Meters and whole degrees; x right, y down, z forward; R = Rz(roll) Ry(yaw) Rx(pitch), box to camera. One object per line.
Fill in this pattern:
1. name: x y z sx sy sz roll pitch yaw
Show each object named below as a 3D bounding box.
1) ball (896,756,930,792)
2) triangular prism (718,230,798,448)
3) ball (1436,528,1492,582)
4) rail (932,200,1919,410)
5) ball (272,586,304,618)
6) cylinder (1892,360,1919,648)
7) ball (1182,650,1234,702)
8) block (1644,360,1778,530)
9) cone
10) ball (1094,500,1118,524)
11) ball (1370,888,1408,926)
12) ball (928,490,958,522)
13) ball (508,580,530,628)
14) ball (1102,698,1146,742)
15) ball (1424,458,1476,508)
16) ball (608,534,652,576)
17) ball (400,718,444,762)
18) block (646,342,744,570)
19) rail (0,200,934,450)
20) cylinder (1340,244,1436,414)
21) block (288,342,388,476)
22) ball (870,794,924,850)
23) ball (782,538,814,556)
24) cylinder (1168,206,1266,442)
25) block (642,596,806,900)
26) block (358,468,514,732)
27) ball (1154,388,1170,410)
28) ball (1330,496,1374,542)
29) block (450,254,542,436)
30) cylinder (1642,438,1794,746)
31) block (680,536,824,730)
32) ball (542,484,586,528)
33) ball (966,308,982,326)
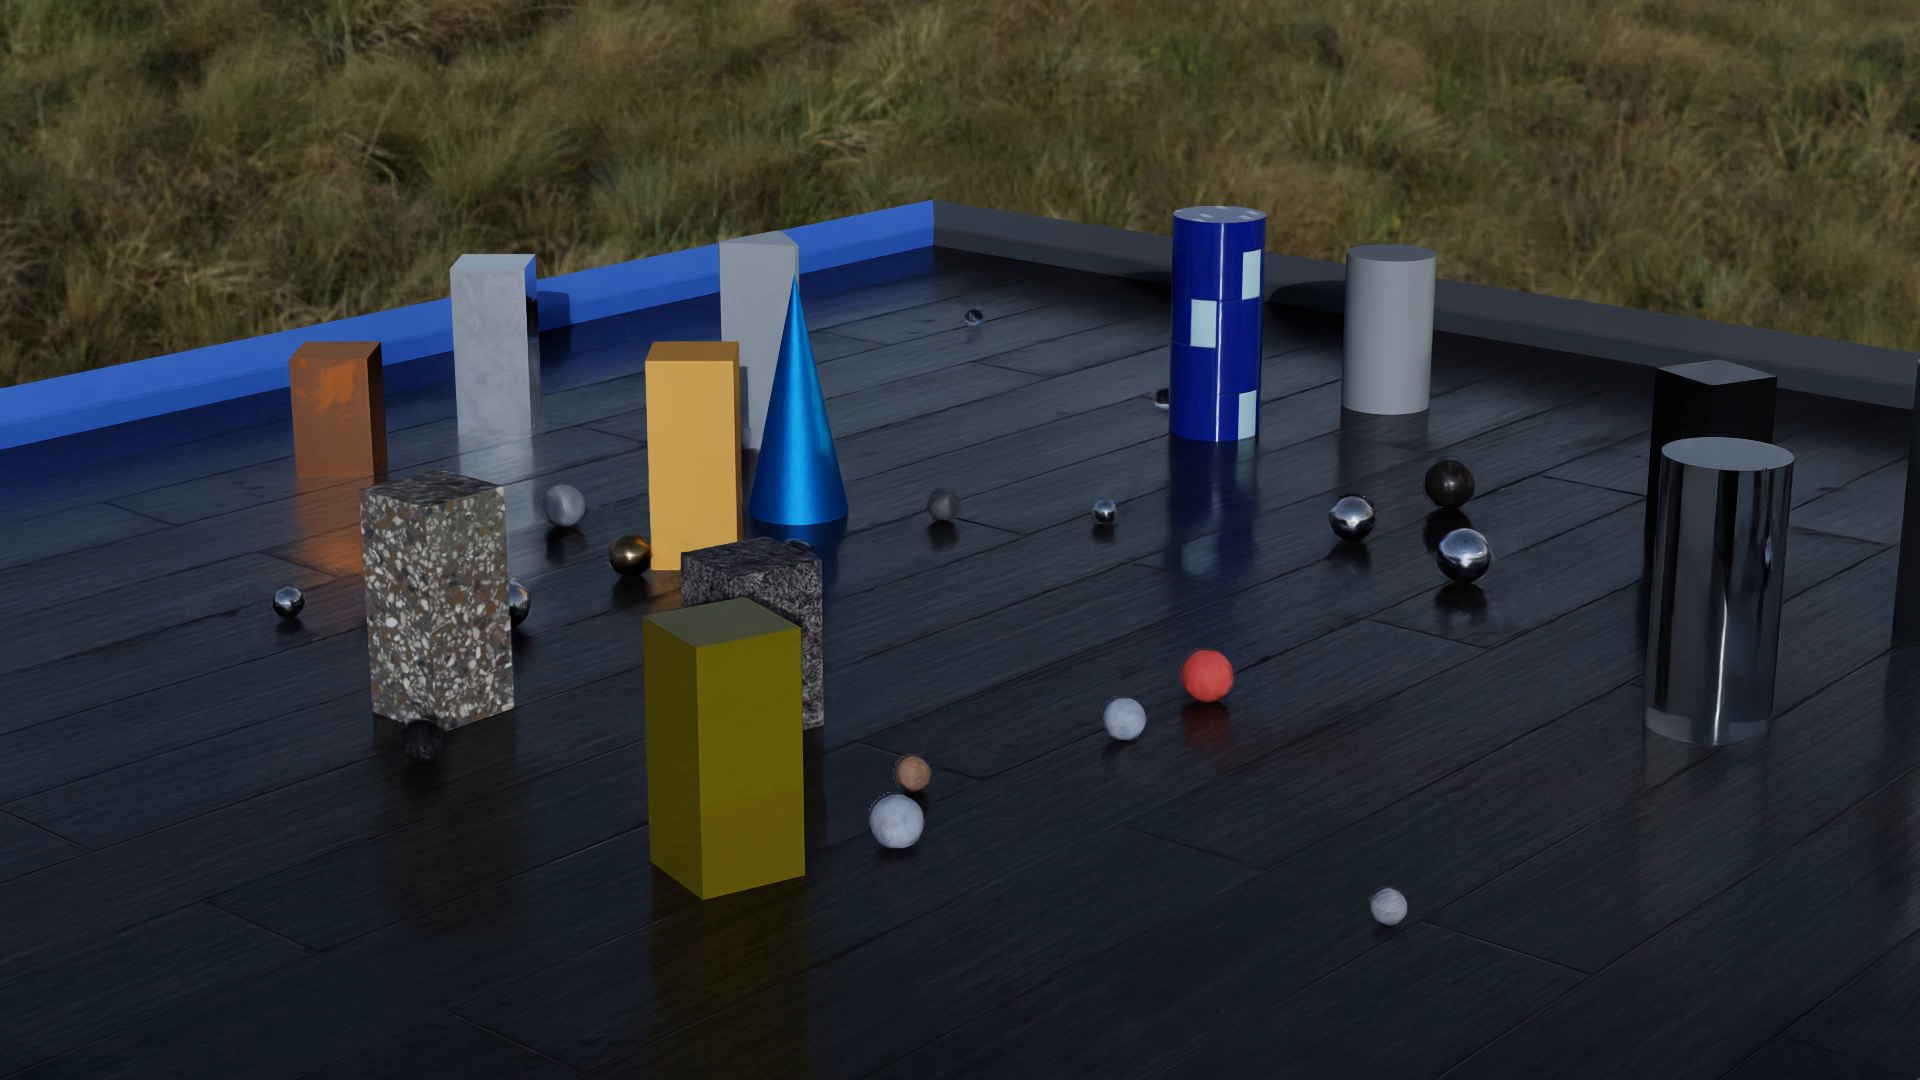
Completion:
1. ball: -0.068 0.338 4.237 0.051 0.051 0.051 0 17 0
2. triangular prism: -0.393 -0.415 6.075 0.167 0.431 0.145 4 17 13
3. ball: 0.891 0.028 5.186 0.097 0.097 0.097 0 17 0
4. rail: 1.520 -0.474 6.796 4.268 0.126 0.045 14 22 39
5. ball: -1.145 0.106 5.001 0.053 0.053 0.053 0 17 0
6. cylinder: 1.662 -0.062 4.845 0.193 0.465 0.193 0 17 0
7. ball: 0.388 0.213 4.597 0.083 0.083 0.083 0 17 0
8. block: 1.396 -0.163 5.454 0.155 0.307 0.155 -8 19 -26
9. cone: -0.310 -0.279 5.565 0.193 0.465 0.193 0 17 0
10. ball: 0.275 -0.054 5.544 0.046 0.046 0.046 0 17 0
11. ball: 0.555 0.474 3.791 0.048 0.048 0.048 0 17 0
12. ball: -0.032 -0.065 5.559 0.059 0.059 0.059 0 17 0
13. ball: -0.765 0.108 4.947 0.080 0.080 0.080 0 17 0
14. ball: 0.249 0.271 4.434 0.066 0.066 0.066 0 17 0
15. ball: 0.942 -0.109 5.641 0.096 0.096 0.096 0 17 0
16. ball: -0.587 0.027 5.222 0.078 0.078 0.078 0 17 0
17. ball: -0.799 0.297 4.351 0.064 0.064 0.064 0 17 0
18. block: -0.477 -0.153 5.289 0.155 0.384 0.155 0 17 0
19. rail: -1.594 -0.368 6.445 0.045 0.126 4.684 14 22 39
20. cylinder: 0.933 -0.460 6.388 0.193 0.336 0.193 0 17 0
21. block: -1.253 -0.267 5.917 0.155 0.238 0.155 0 17 0
22. ball: -0.087 0.387 4.031 0.076 0.076 0.076 0 17 0
23. ball: -0.295 0.034 5.206 0.073 0.073 0.073 0 17 0
24. cylinder: 0.539 -0.455 6.155 0.193 0.462 0.193 0 17 0
25. block: -0.315 0.276 3.921 0.155 0.352 0.155 -10 20 -31
26. block: -0.805 0.092 4.516 0.155 0.360 0.155 14 22 39
27. ball: 0.447 -0.306 6.373 0.050 0.050 0.050 0 17 0
28. ball: 0.727 -0.039 5.431 0.083 0.083 0.083 0 17 0
29. block: -0.979 -0.413 6.197 0.155 0.357 0.155 0 17 1
30. cylinder: 1.149 0.076 4.450 0.193 0.429 0.193 0 17 0
31. block: -0.317 0.152 4.481 0.155 0.266 0.155 -12 21 -35
32. ball: -0.746 -0.064 5.519 0.081 0.081 0.081 0 17 0
33. ball: 0.034 -0.544 7.174 0.044 0.044 0.044 0 17 0
